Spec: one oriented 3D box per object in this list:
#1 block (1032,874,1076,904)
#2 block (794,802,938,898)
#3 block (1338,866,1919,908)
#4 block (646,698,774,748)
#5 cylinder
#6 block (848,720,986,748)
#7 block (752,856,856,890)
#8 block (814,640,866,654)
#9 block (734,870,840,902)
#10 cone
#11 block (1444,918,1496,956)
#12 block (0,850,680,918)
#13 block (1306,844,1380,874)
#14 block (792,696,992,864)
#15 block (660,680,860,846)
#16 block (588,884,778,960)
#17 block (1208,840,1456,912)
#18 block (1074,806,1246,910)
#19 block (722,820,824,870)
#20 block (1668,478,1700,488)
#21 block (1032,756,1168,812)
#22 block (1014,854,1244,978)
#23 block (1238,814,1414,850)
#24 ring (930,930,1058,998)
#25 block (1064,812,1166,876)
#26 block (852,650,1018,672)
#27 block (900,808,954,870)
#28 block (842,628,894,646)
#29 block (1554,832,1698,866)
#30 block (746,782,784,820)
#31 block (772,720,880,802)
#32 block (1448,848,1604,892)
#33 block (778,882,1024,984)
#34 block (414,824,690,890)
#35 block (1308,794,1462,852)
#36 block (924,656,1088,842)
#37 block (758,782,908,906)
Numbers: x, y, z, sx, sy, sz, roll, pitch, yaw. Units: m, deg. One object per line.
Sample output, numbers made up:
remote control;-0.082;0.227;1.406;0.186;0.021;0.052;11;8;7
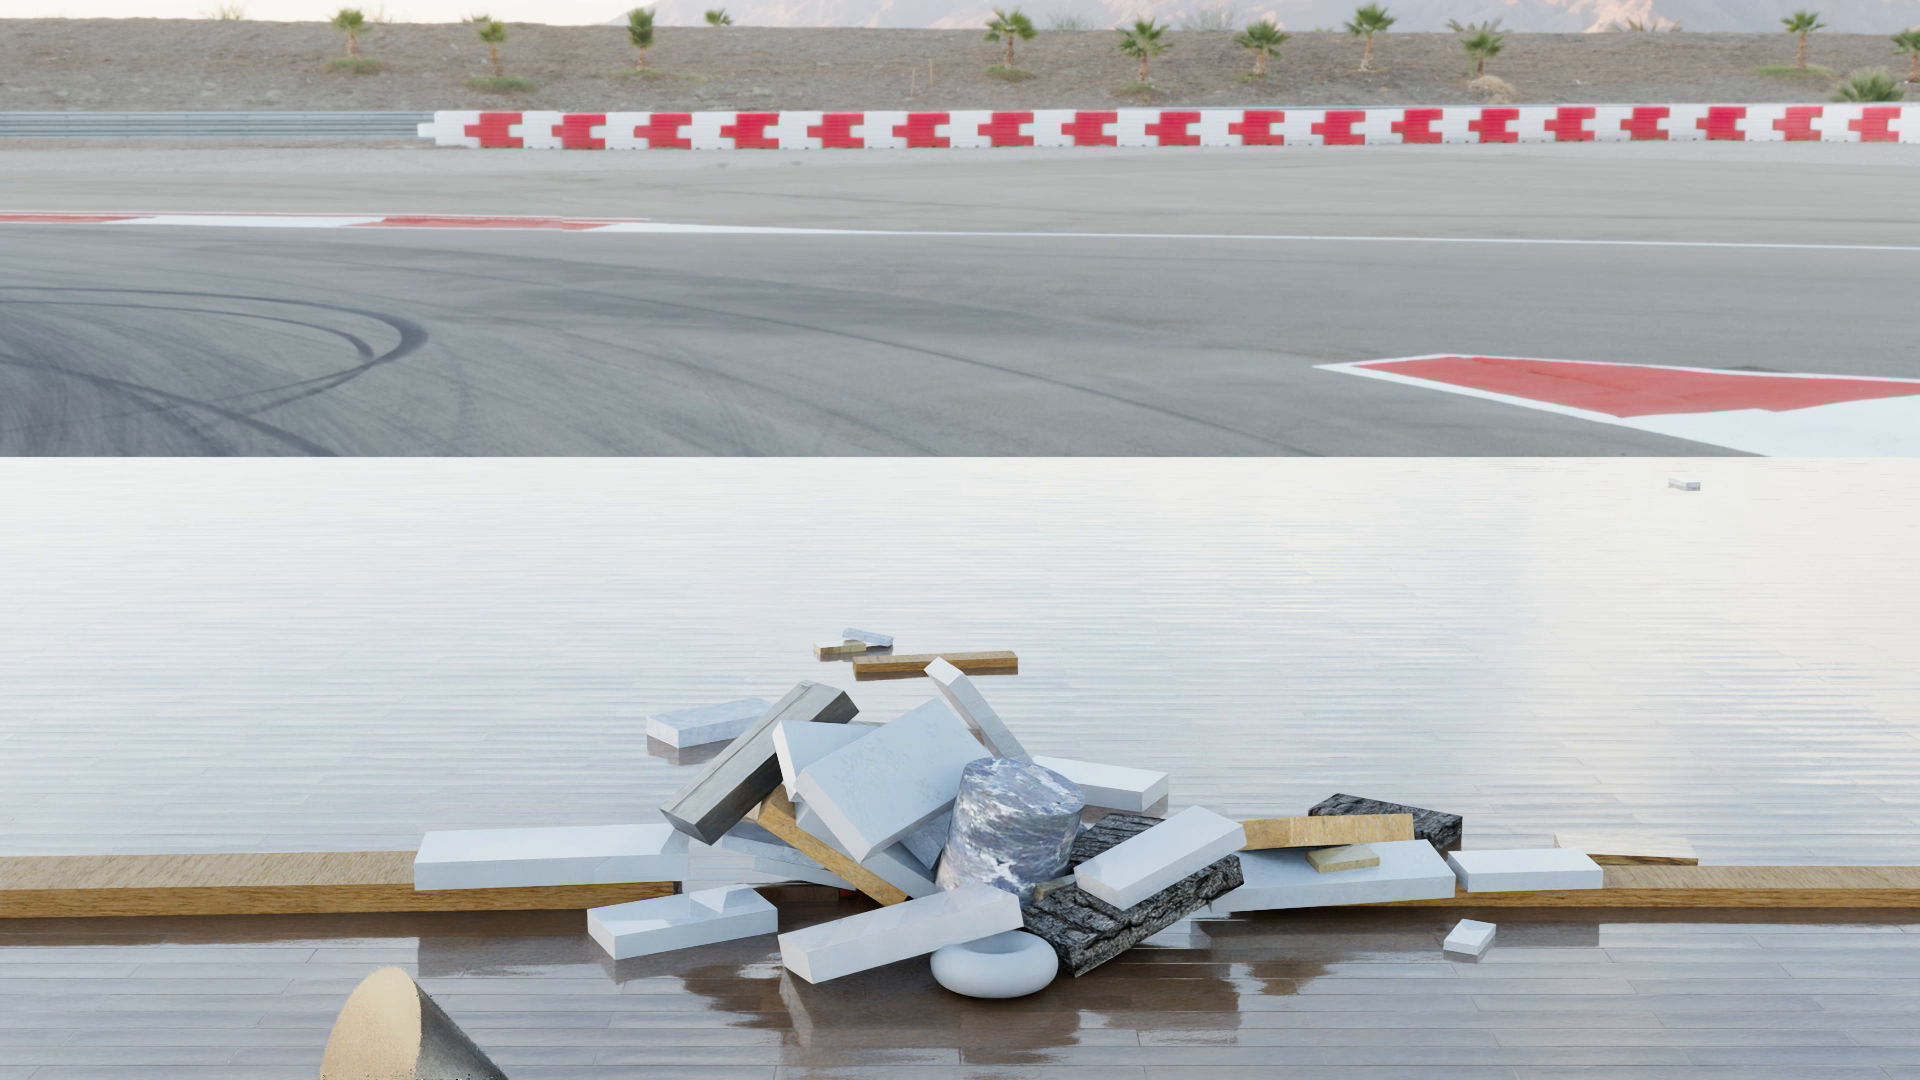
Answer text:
block;0.185;0.575;3.523;0.160;0.080;0.023;-8;27;-35
block;-0.148;0.499;3.614;0.271;0.038;0.135;34;8;-13
block;1.099;0.575;3.660;1.233;0.032;0.113;0;11;0
block;-0.512;0.386;4.664;0.271;0.038;0.135;-8;13;-36
cylinder;0.080;0.486;3.549;0.202;0.202;0.202;13;17;-4
block;-0.073;0.378;3.729;0.269;0.038;0.135;7;46;-29
block;-0.255;0.542;3.663;0.173;0.024;0.086;12;10;-3
block;-0.295;0.261;5.394;0.117;0.017;0.059;-4;11;-20
block;-0.287;0.577;3.672;0.173;0.024;0.086;0;11;-2
cone;-0.657;0.693;2.827;0.237;0.237;0.237;26;-7;-38
block;0.801;0.623;3.452;0.054;0.015;0.107;6;12;27
block;-1.134;0.569;3.653;1.324;0.047;0.167;0;11;-3
block;0.626;0.522;3.601;0.107;0.015;0.054;-5;18;-15
block;-0.097;0.385;3.575;0.167;0.047;0.335;47;41;16
block;-0.337;0.368;3.685;0.335;0.047;0.167;-42;21;-19
block;-0.440;0.604;3.490;0.269;0.038;0.135;-5;12;-27
block;0.593;0.549;3.603;0.404;0.039;0.139;-2;17;-7
block;0.316;0.499;3.465;0.247;0.035;0.123;-23;20;-26
block;-0.307;0.506;3.660;0.173;0.024;0.086;12;10;-3
block;2.611;-0.209;7.926;0.059;0.017;0.117;-2;11;-13
block;0.246;0.467;4.224;0.277;0.039;0.139;5;12;25
block;0.261;0.564;3.442;0.335;0.047;0.167;-23;21;-27
block;0.602;0.498;3.739;0.335;0.047;0.167;5;-13;-43
ring;0.051;0.630;3.278;0.191;0.064;0.191;0;7;0
block;0.281;0.540;3.832;0.139;0.039;0.277;4;11;23
block;-0.059;0.289;5.232;0.387;0.021;0.074;-2;11;-10
block;0.016;0.480;3.776;0.327;0.046;0.163;-1;33;-49
block;-0.227;0.240;5.440;0.117;0.017;0.059;11;7;9
block;1.155;0.545;3.822;0.225;0.032;0.113;1;11;8
block;-0.240;0.477;4.149;0.327;0.046;0.163;-10;14;-43
block;-0.166;0.369;3.613;0.269;0.038;0.135;6;46;-30
block;0.935;0.546;3.643;0.225;0.032;0.113;-1;11;-5
block;-0.091;0.591;3.326;0.335;0.047;0.167;-12;2;-19
block;-0.669;0.523;3.643;0.439;0.046;0.163;-1;11;-6
block;0.771;0.512;3.993;0.247;0.035;0.123;7;13;34
block;0.086;0.376;3.885;0.035;0.404;0.123;-41;21;-9
block;-0.207;0.503;3.624;0.271;0.038;0.135;34;8;-7
